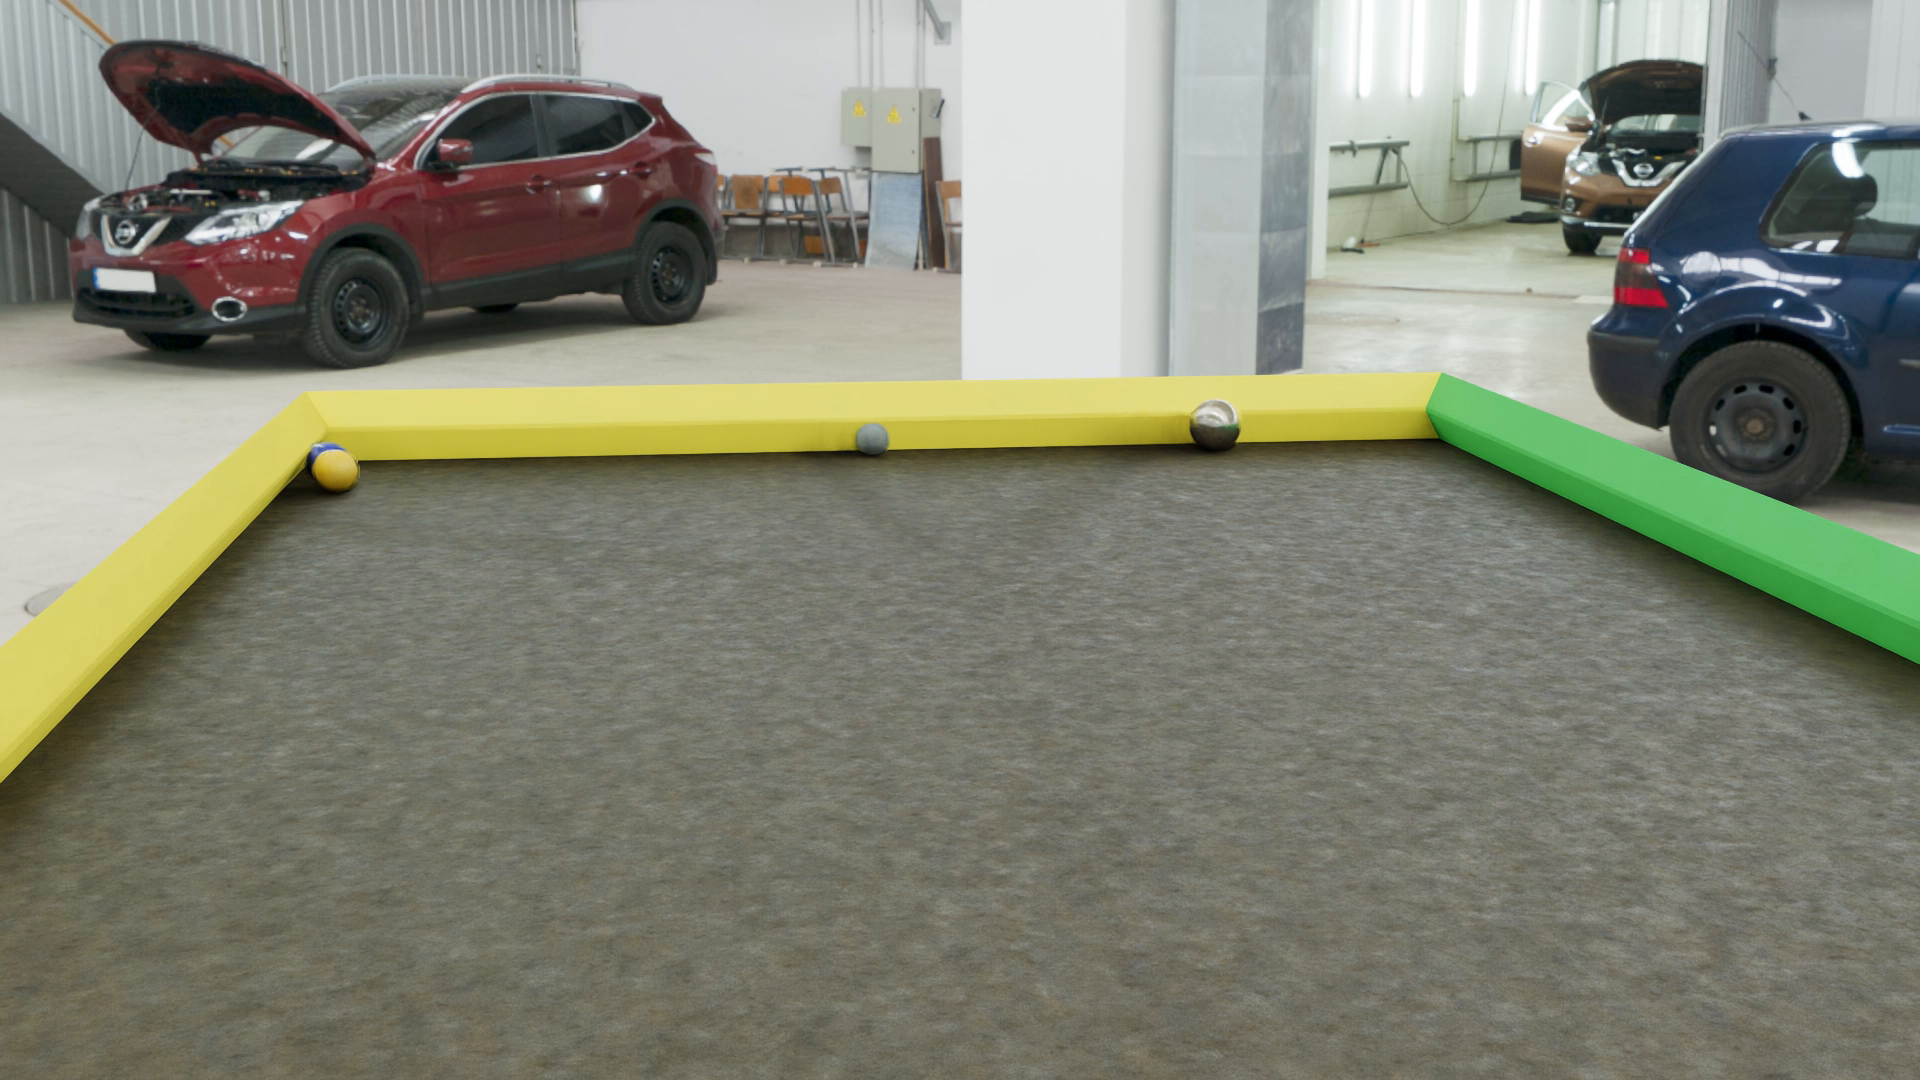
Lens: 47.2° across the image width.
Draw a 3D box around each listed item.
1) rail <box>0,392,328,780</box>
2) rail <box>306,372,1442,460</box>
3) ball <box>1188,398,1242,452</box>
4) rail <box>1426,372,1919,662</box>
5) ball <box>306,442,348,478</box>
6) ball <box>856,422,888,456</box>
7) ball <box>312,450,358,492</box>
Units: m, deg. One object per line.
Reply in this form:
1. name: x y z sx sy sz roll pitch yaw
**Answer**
1. rail: -0.913 0.211 2.018 0.045 0.128 4.128 -1 12 -7
2. rail: -0.126 -0.230 4.127 2.148 0.128 0.045 -1 12 -7
3. ball: 0.480 -0.216 4.136 0.098 0.098 0.098 0 12 0
4. rail: 1.171 0.157 2.275 0.045 0.128 4.128 -1 12 -7
5. ball: -1.088 -0.132 3.792 0.075 0.075 0.075 0 12 0
6. ball: -0.164 -0.188 4.092 0.061 0.061 0.061 0 12 0
7. ball: -1.058 -0.117 3.723 0.074 0.074 0.074 0 12 0
